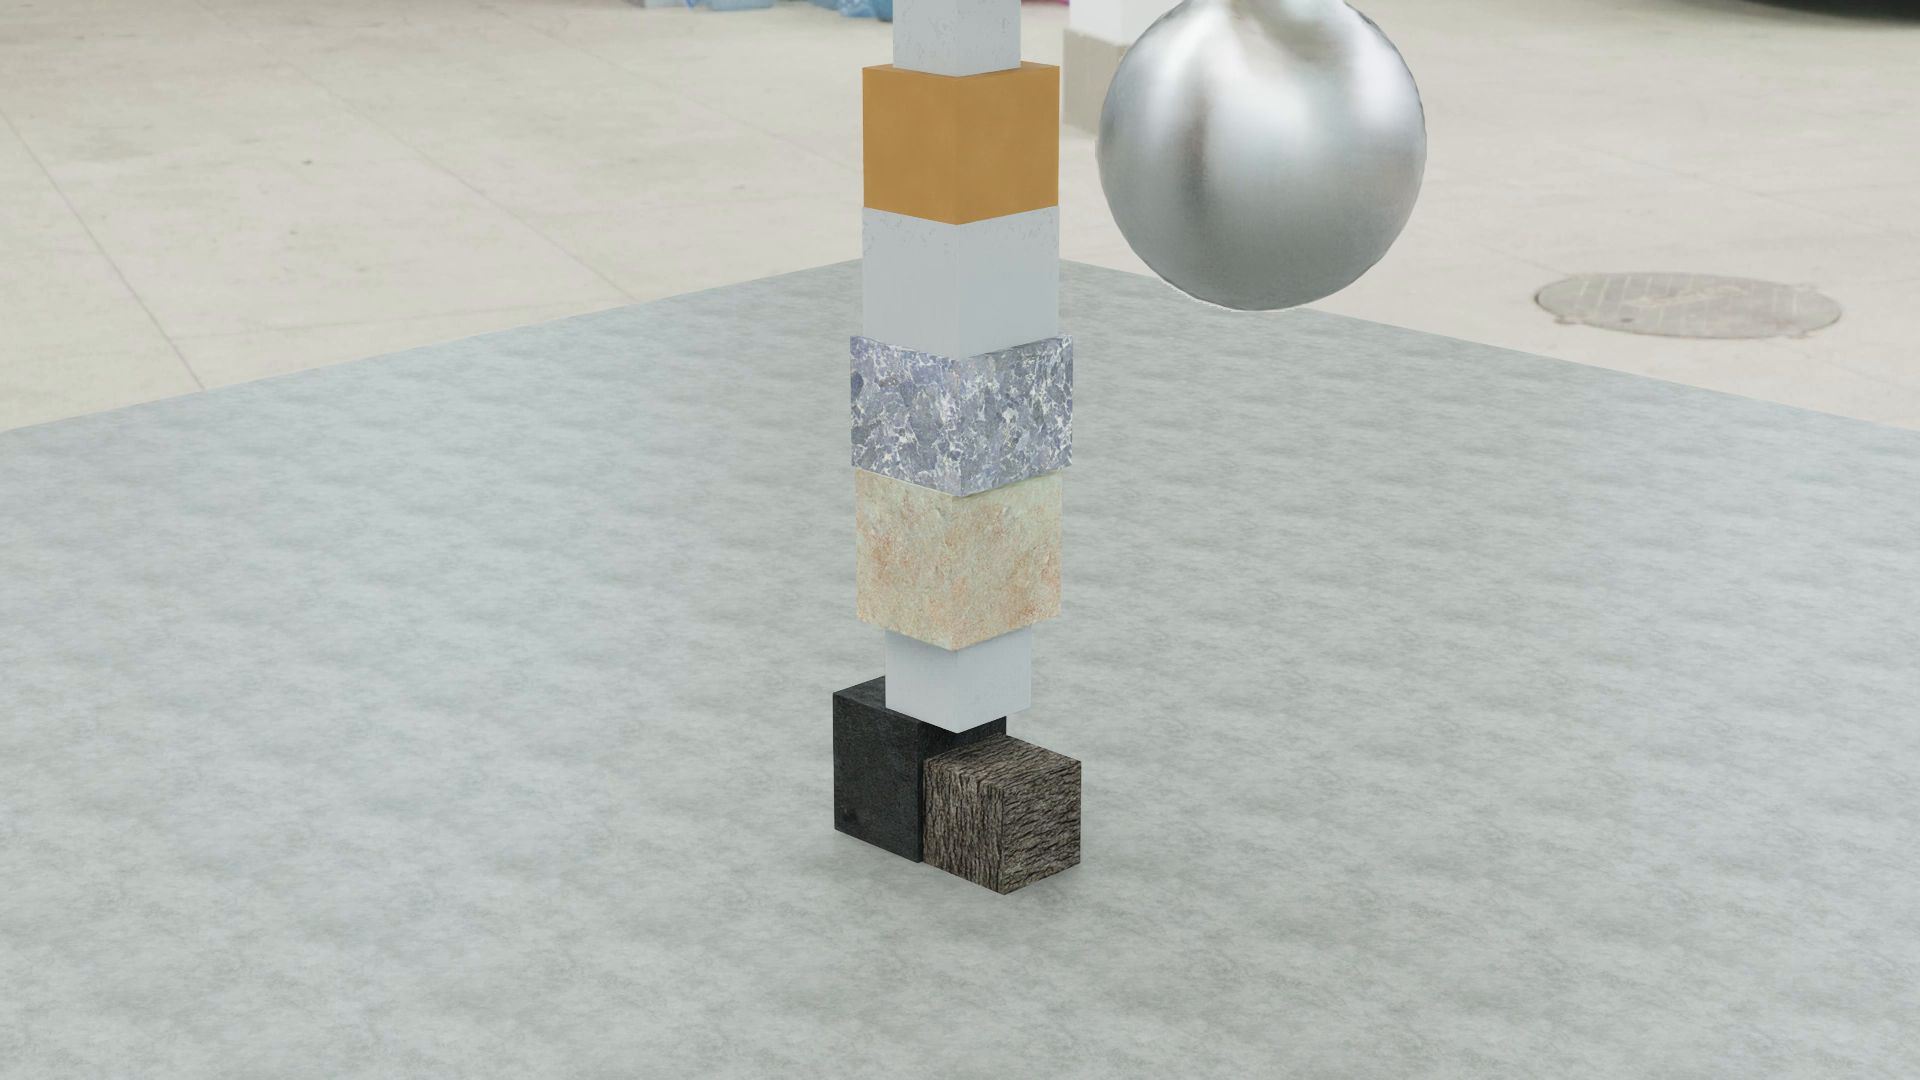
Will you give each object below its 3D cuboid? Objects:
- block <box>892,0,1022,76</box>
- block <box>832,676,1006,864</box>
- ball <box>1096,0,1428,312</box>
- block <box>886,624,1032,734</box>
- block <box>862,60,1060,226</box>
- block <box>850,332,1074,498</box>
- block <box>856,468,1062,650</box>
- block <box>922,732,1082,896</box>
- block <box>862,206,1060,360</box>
[{"bbox_3d":[-0.013,-2.219,12.630,0.392,0.364,0.389,-17,24,-42],"label":"block"},{"bbox_3d":[-0.190,1.045,13.866,0.588,0.691,0.570,-17,24,-42],"label":"block"},{"bbox_3d":[1.467,-1.915,14.277,1.600,1.600,1.600,0,17,0],"label":"ball"},{"bbox_3d":[-0.007,0.563,13.511,0.482,0.441,0.469,-17,24,-42],"label":"block"},{"bbox_3d":[0.005,-1.759,12.794,0.635,0.611,0.575,-17,24,-42],"label":"block"},{"bbox_3d":[0.008,-0.622,13.154,0.710,0.600,0.697,-17,24,-42],"label":"block"},{"bbox_3d":[-0.004,0.010,13.340,0.705,0.717,0.617,-17,24,-42],"label":"block"},{"bbox_3d":[0.194,1.254,13.509,0.505,0.507,0.523,-17,24,-42],"label":"block"},{"bbox_3d":[0.004,-1.187,12.972,0.630,0.587,0.600,-17,24,-42],"label":"block"}]
